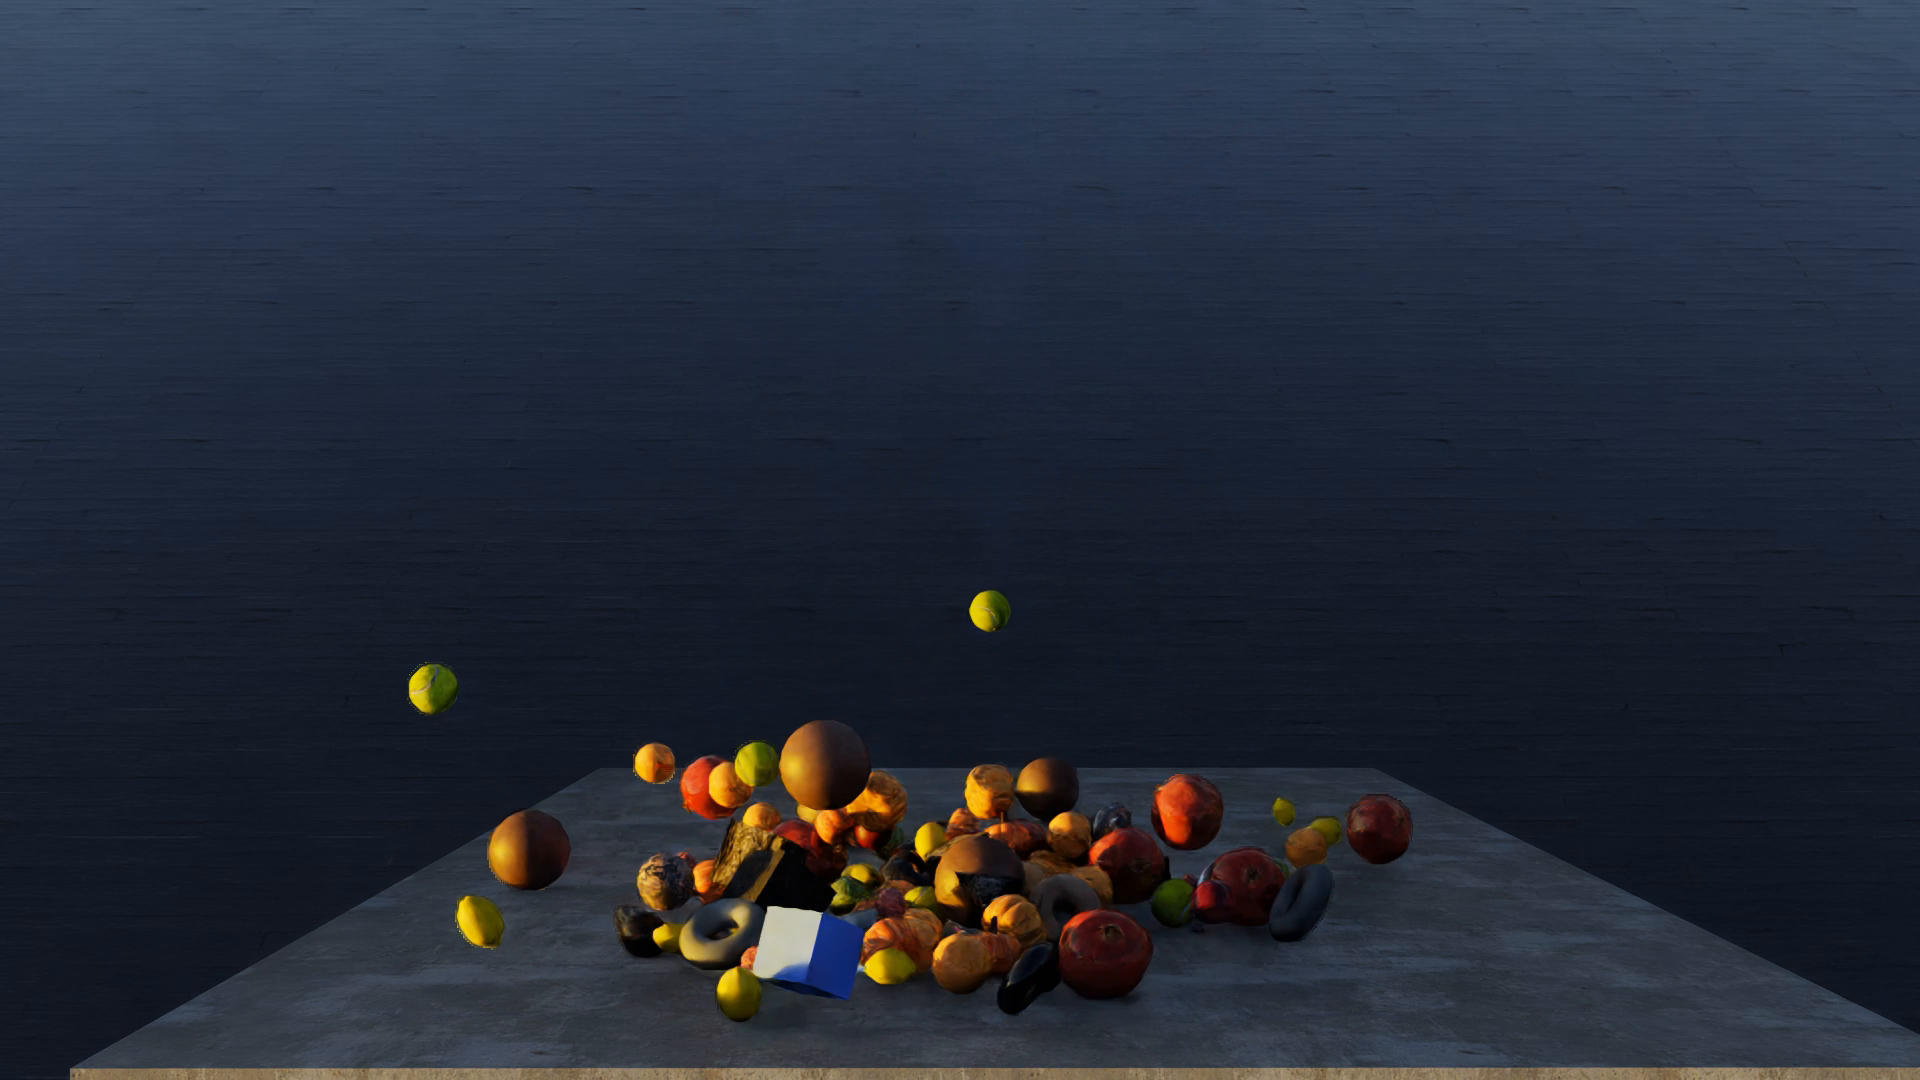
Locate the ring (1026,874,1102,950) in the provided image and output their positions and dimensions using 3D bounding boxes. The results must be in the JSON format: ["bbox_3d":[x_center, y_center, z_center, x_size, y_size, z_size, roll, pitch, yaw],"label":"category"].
[{"bbox_3d":[0.143,0.509,3.546,0.106,0.035,0.106,4,69,-11],"label":"ring"}]

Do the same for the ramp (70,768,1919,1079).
[{"bbox_3d":[0.070,0.620,4.703,2.000,0.100,4.000,0,-1,0],"label":"ramp"}]

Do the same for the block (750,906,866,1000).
[{"bbox_3d":[-0.177,0.482,3.023,0.084,0.084,0.084,0,69,38],"label":"block"}]

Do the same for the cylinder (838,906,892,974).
[{"bbox_3d":[-0.135,0.511,3.285,0.076,0.076,0.076,-20,30,11],"label":"cylinder"}]

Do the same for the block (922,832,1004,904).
[{"bbox_3d":[0.007,0.500,3.946,0.079,0.079,0.079,-27,6,-37],"label":"block"}]

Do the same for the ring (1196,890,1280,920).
[{"bbox_3d":[0.417,0.540,3.865,0.130,0.043,0.130,1,0,0],"label":"ring"}]

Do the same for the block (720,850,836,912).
[{"bbox_3d":[-0.248,0.482,3.458,0.097,0.097,0.097,-11,42,53],"label":"block"}]

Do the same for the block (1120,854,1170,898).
[{"bbox_3d":[0.293,0.533,4.110,0.063,0.063,0.063,0,-1,-15],"label":"block"}]

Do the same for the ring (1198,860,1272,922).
[{"bbox_3d":[0.402,0.514,3.791,0.111,0.037,0.111,5,37,-4],"label":"ring"}]

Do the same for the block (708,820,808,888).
[{"bbox_3d":[-0.289,0.468,3.729,0.092,0.092,0.092,16,77,21],"label":"block"}]

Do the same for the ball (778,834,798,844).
[{"bbox_3d":[-0.308,0.534,4.426,0.067,0.067,0.067,0,32,0],"label":"ball"}]

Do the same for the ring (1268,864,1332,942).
[{"bbox_3d":[0.474,0.506,3.612,0.041,0.122,0.122,33,32,-8],"label":"ring"}]

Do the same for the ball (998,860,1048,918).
[{"bbox_3d":[0.090,0.506,3.753,0.081,0.081,0.081,0,32,0],"label":"ball"}]

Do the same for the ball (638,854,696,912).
[{"bbox_3d":[-0.391,0.455,3.444,0.077,0.077,0.077,0,32,0],"label":"ball"}]

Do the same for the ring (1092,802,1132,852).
[{"bbox_3d":[0.232,0.439,3.957,0.078,0.078,0.026,-28,30,-37],"label":"ring"}]

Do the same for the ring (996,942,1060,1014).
[{"bbox_3d":[0.080,0.508,3.010,0.033,0.098,0.098,37,44,18],"label":"ring"}]

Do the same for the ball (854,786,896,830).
[{"bbox_3d":[-0.169,0.532,5.145,0.085,0.085,0.085,0,32,0],"label":"ball"}]

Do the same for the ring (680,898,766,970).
[{"bbox_3d":[-0.295,0.493,3.246,0.115,0.038,0.115,-10,33,7],"label":"ring"}]
